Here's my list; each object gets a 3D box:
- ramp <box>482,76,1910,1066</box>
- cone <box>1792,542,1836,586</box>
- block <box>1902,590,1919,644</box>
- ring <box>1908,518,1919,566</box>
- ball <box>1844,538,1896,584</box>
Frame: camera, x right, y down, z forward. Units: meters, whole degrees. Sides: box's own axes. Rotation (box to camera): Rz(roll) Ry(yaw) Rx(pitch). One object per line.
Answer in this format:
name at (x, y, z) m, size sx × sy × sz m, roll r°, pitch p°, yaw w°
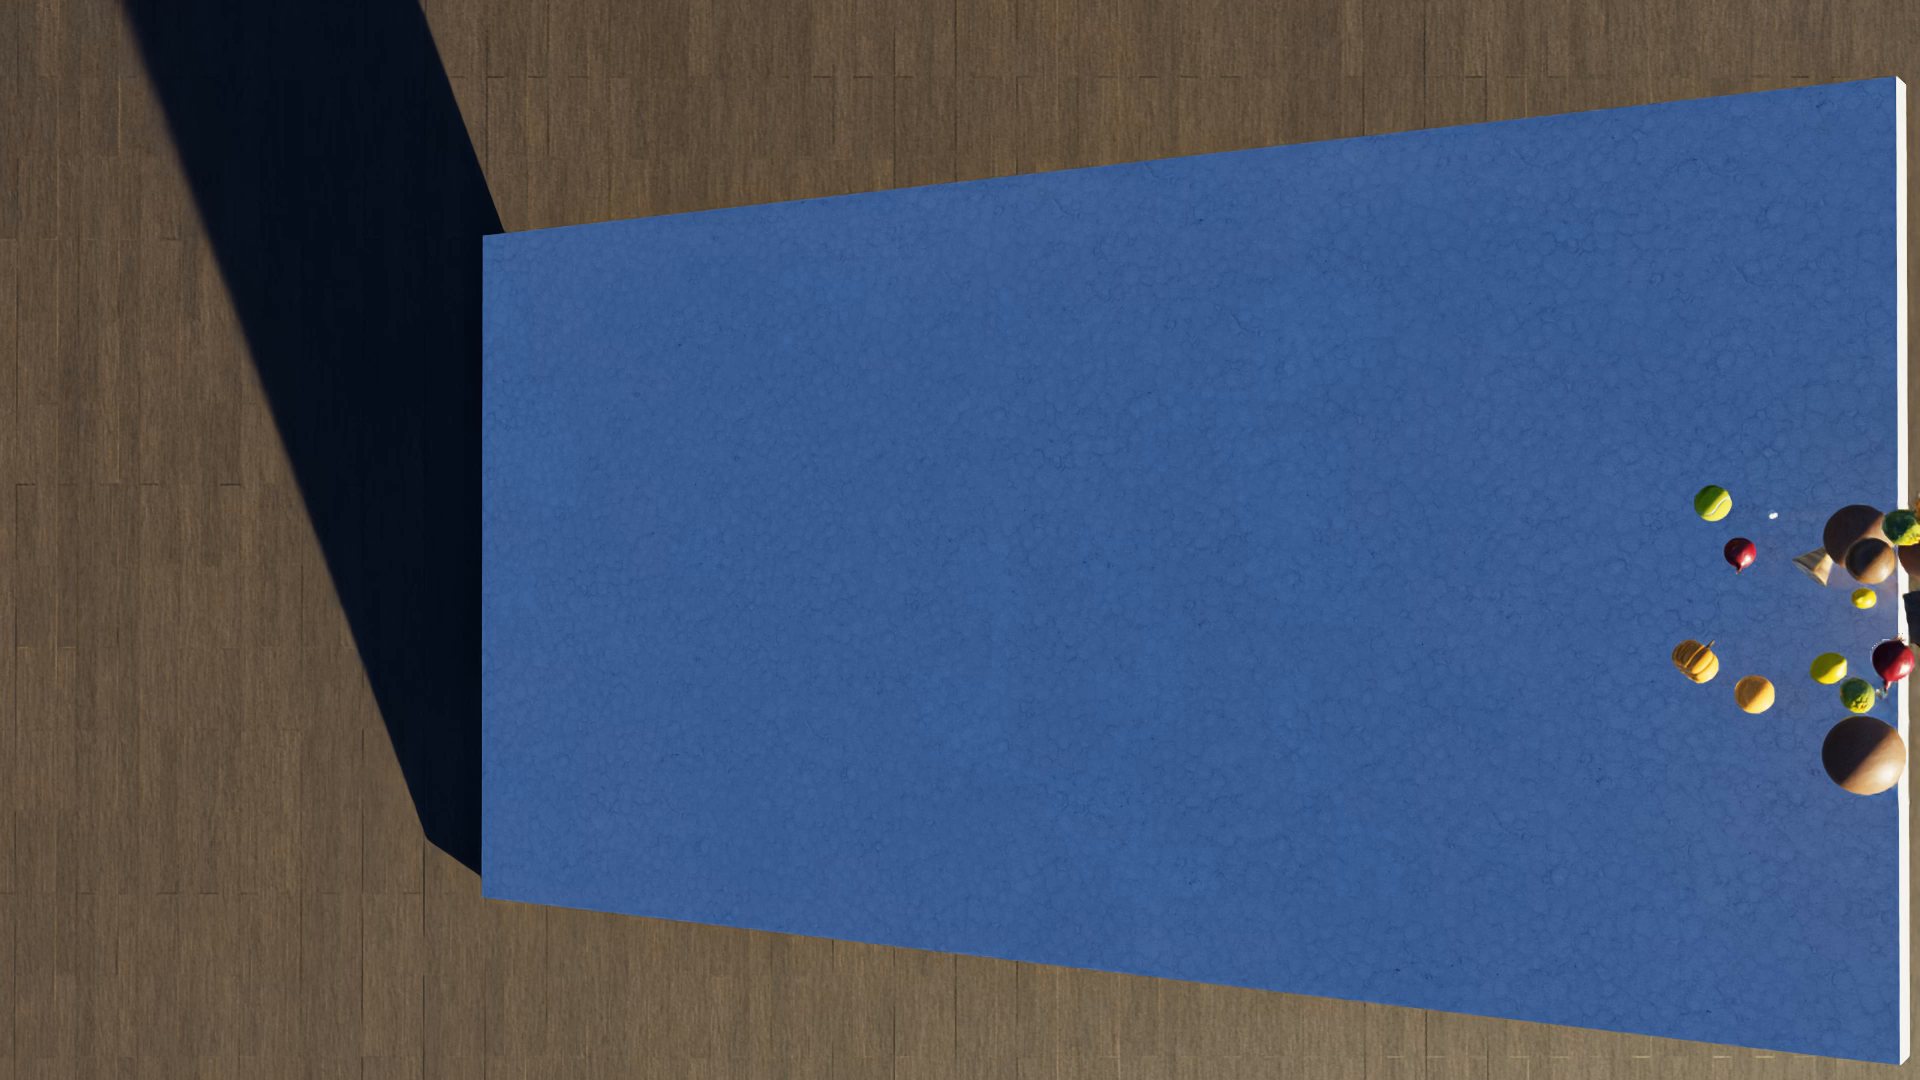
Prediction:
ramp at (0.254, 0.070, 5.587) m, size 4.000 × 0.100 × 2.000 m, roll 0°, pitch 89°, yaw 33°
cone at (1.748, 0.035, 4.454) m, size 0.085 × 0.085 × 0.085 m, roll 41°, pitch 95°, yaw 0°
block at (1.564, 0.116, 3.499) m, size 0.080 × 0.080 × 0.080 m, roll -7°, pitch 87°, yaw -40°
ring at (1.815, 0.006, 4.081) m, size 0.117 × 0.039 × 0.117 m, roll 1°, pitch 81°, yaw -5°
ball at (1.651, 0.038, 3.990) m, size 0.086 × 0.086 × 0.086 m, roll 0°, pitch 90°, yaw 0°
